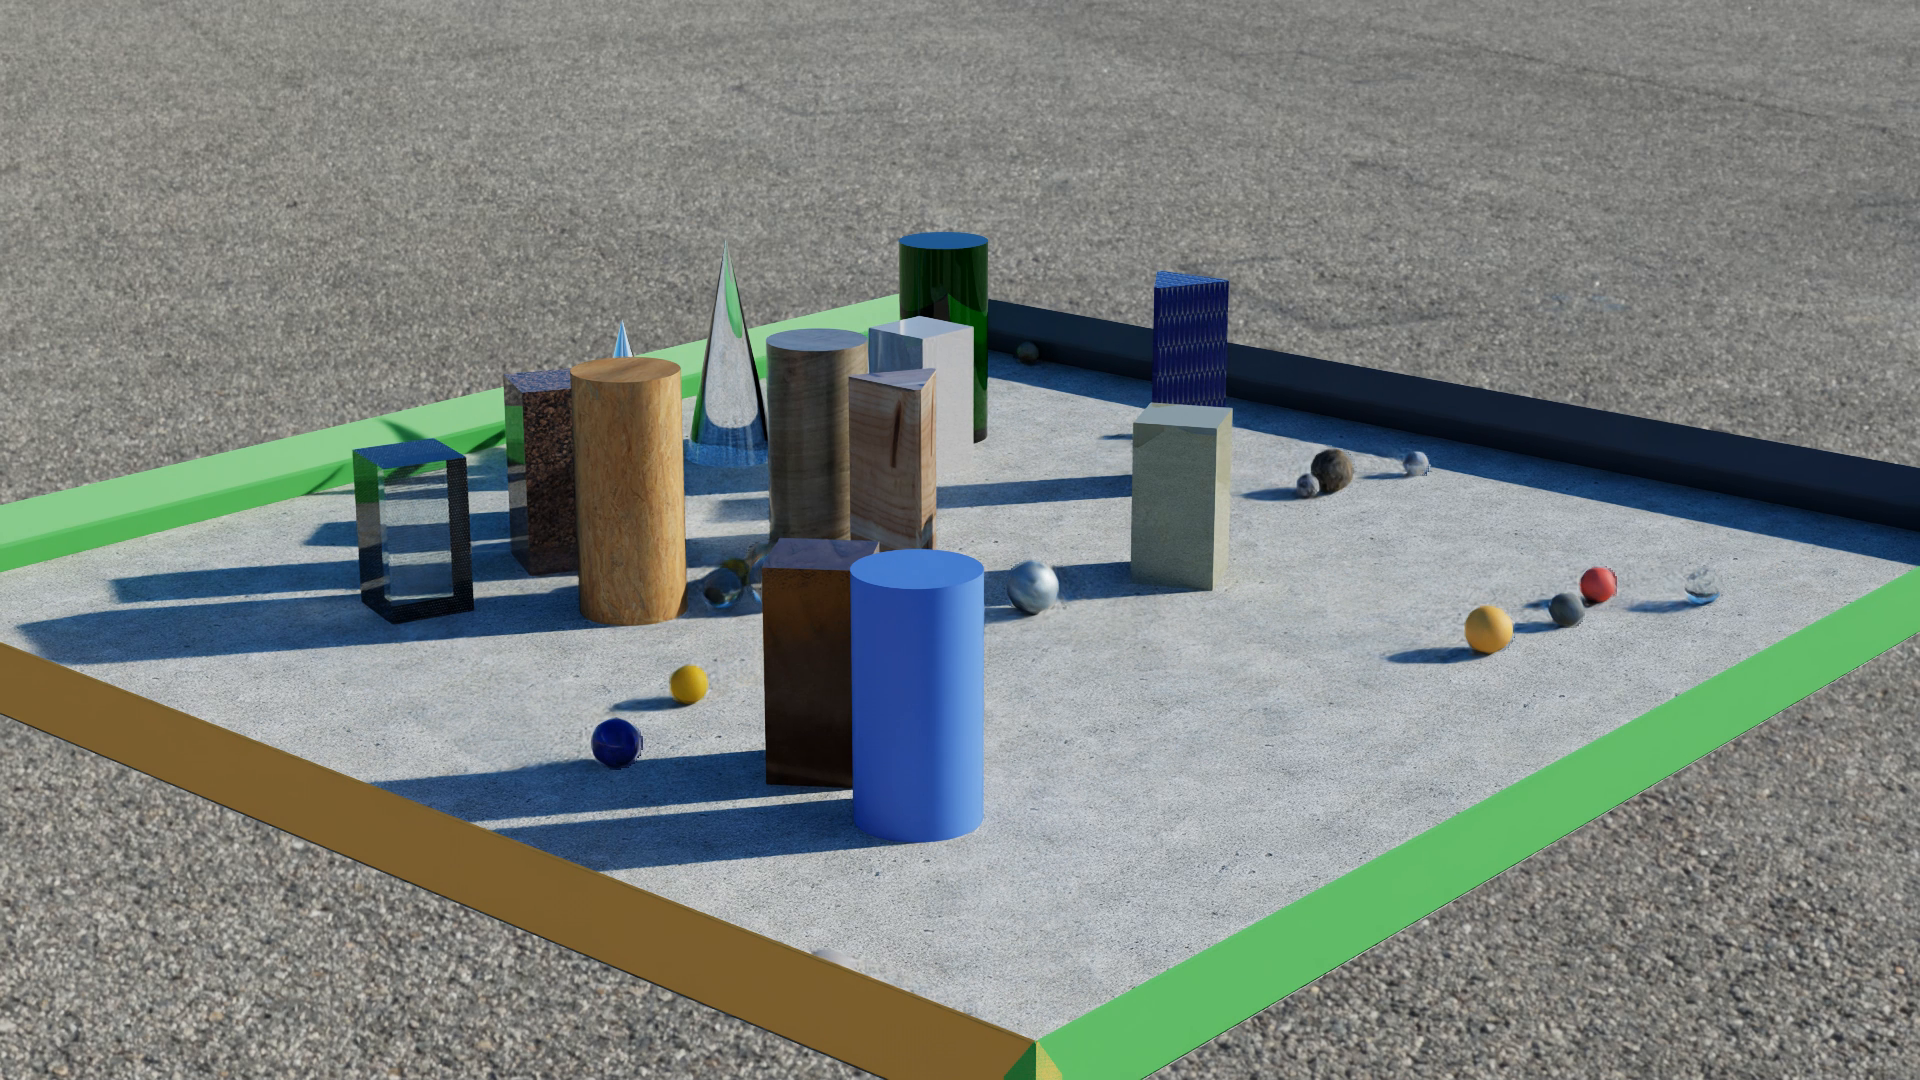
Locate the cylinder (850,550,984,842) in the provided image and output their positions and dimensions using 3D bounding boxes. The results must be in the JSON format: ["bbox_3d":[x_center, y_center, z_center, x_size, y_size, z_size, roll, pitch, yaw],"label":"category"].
[{"bbox_3d":[-0.059,0.215,4.084,0.185,0.368,0.185,0,17,0],"label":"cylinder"}]

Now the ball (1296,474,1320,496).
[{"bbox_3d":[0.677,-0.106,5.703,0.046,0.046,0.046,0,17,0],"label":"ball"}]

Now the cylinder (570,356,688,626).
[{"bbox_3d":[-0.561,-0.084,4.979,0.185,0.423,0.185,0,17,0],"label":"cylinder"}]

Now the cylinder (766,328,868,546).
[{"bbox_3d":[-0.258,-0.177,5.348,0.185,0.386,0.185,0,17,0],"label":"cylinder"}]

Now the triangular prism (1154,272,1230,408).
[{"bbox_3d":[0.419,-0.313,5.754,0.160,0.412,0.138,-8,18,-23],"label":"triangular prism"}]

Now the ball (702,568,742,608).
[{"bbox_3d":[-0.409,0.083,5.036,0.070,0.070,0.070,0,17,0],"label":"ball"}]

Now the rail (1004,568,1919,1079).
[{"bbox_3d":[1.014,0.285,4.278,0.045,0.120,2.895,14,22,39],"label":"rail"}]

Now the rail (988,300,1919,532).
[{"bbox_3d":[0.934,-0.281,6.150,2.734,0.120,0.045,14,22,39],"label":"rail"}]

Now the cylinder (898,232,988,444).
[{"bbox_3d":[-0.034,-0.418,6.096,0.185,0.415,0.185,0,17,0],"label":"cylinder"}]

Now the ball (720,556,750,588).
[{"bbox_3d":[-0.395,0.059,5.137,0.058,0.058,0.058,0,17,0],"label":"ball"}]

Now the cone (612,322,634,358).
[{"bbox_3d":[-0.665,-0.282,5.812,0.185,0.319,0.185,0,17,0],"label":"cone"}]

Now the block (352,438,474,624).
[{"bbox_3d":[-0.935,-0.017,5.015,0.148,0.273,0.148,-10,20,-30],"label":"block"}]

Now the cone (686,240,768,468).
[{"bbox_3d":[-0.468,-0.391,5.936,0.185,0.456,0.185,0,17,0],"label":"cone"}]

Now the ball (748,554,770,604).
[{"bbox_3d":[-0.320,0.070,5.040,0.092,0.092,0.092,0,17,0],"label":"ball"}]

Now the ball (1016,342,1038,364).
[{"bbox_3d":[0.155,-0.432,6.765,0.054,0.054,0.054,0,17,0],"label":"ball"}]

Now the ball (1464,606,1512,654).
[{"bbox_3d":[0.867,0.147,4.810,0.079,0.079,0.079,0,17,0],"label":"ball"}]

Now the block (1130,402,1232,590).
[{"bbox_3d":[0.391,-0.078,5.181,0.148,0.294,0.148,5,17,15],"label":"block"}]

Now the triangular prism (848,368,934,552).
[{"bbox_3d":[-0.089,-0.112,5.170,0.160,0.366,0.138,13,21,37],"label":"triangular prism"}]

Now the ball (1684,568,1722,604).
[{"bbox_3d":[1.281,0.080,5.056,0.064,0.064,0.064,0,17,0],"label":"ball"}]

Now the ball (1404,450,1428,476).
[{"bbox_3d":[0.909,-0.153,5.851,0.050,0.050,0.050,0,17,0],"label":"ball"}]

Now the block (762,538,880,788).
[{"bbox_3d":[-0.200,0.178,4.272,0.148,0.330,0.148,2,17,6],"label":"block"}]

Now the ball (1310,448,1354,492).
[{"bbox_3d":[0.729,-0.137,5.736,0.085,0.085,0.085,0,17,0],"label":"ball"}]

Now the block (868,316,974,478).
[{"bbox_3d":[-0.077,-0.285,5.872,0.148,0.289,0.148,15,22,40],"label":"block"}]

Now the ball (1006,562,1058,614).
[{"bbox_3d":[0.124,0.081,5.011,0.089,0.089,0.089,0,17,0],"label":"ball"}]

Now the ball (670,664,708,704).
[{"bbox_3d":[-0.423,0.225,4.583,0.060,0.060,0.060,0,17,0],"label":"ball"}]

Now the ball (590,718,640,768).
[{"bbox_3d":[-0.507,0.298,4.319,0.073,0.073,0.073,0,17,0],"label":"ball"}]

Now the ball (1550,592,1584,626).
[{"bbox_3d":[1.023,0.117,4.945,0.057,0.057,0.057,0,17,0],"label":"ball"}]

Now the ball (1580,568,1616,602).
[{"bbox_3d":[1.102,0.078,5.068,0.061,0.061,0.061,0,17,0],"label":"ball"}]

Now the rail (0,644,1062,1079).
[{"bbox_3d":[-0.934,0.342,4.092,2.734,0.120,0.045,14,22,39],"label":"rail"}]

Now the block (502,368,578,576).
[{"bbox_3d":[-0.723,-0.124,5.262,0.148,0.335,0.148,-6,18,-20],"label":"block"}]

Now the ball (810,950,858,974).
[{"bbox_3d":[-0.162,0.533,3.532,0.080,0.080,0.080,0,17,0],"label":"ball"}]

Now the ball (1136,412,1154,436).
[{"bbox_3d":[0.393,-0.242,6.146,0.049,0.049,0.049,0,17,0],"label":"ball"}]

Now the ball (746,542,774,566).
[{"bbox_3d":[-0.348,0.038,5.193,0.065,0.065,0.065,0,17,0],"label":"ball"}]

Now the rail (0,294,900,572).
[{"bbox_3d":[-1.014,-0.225,5.964,0.045,0.120,2.895,14,22,39],"label":"rail"}]
